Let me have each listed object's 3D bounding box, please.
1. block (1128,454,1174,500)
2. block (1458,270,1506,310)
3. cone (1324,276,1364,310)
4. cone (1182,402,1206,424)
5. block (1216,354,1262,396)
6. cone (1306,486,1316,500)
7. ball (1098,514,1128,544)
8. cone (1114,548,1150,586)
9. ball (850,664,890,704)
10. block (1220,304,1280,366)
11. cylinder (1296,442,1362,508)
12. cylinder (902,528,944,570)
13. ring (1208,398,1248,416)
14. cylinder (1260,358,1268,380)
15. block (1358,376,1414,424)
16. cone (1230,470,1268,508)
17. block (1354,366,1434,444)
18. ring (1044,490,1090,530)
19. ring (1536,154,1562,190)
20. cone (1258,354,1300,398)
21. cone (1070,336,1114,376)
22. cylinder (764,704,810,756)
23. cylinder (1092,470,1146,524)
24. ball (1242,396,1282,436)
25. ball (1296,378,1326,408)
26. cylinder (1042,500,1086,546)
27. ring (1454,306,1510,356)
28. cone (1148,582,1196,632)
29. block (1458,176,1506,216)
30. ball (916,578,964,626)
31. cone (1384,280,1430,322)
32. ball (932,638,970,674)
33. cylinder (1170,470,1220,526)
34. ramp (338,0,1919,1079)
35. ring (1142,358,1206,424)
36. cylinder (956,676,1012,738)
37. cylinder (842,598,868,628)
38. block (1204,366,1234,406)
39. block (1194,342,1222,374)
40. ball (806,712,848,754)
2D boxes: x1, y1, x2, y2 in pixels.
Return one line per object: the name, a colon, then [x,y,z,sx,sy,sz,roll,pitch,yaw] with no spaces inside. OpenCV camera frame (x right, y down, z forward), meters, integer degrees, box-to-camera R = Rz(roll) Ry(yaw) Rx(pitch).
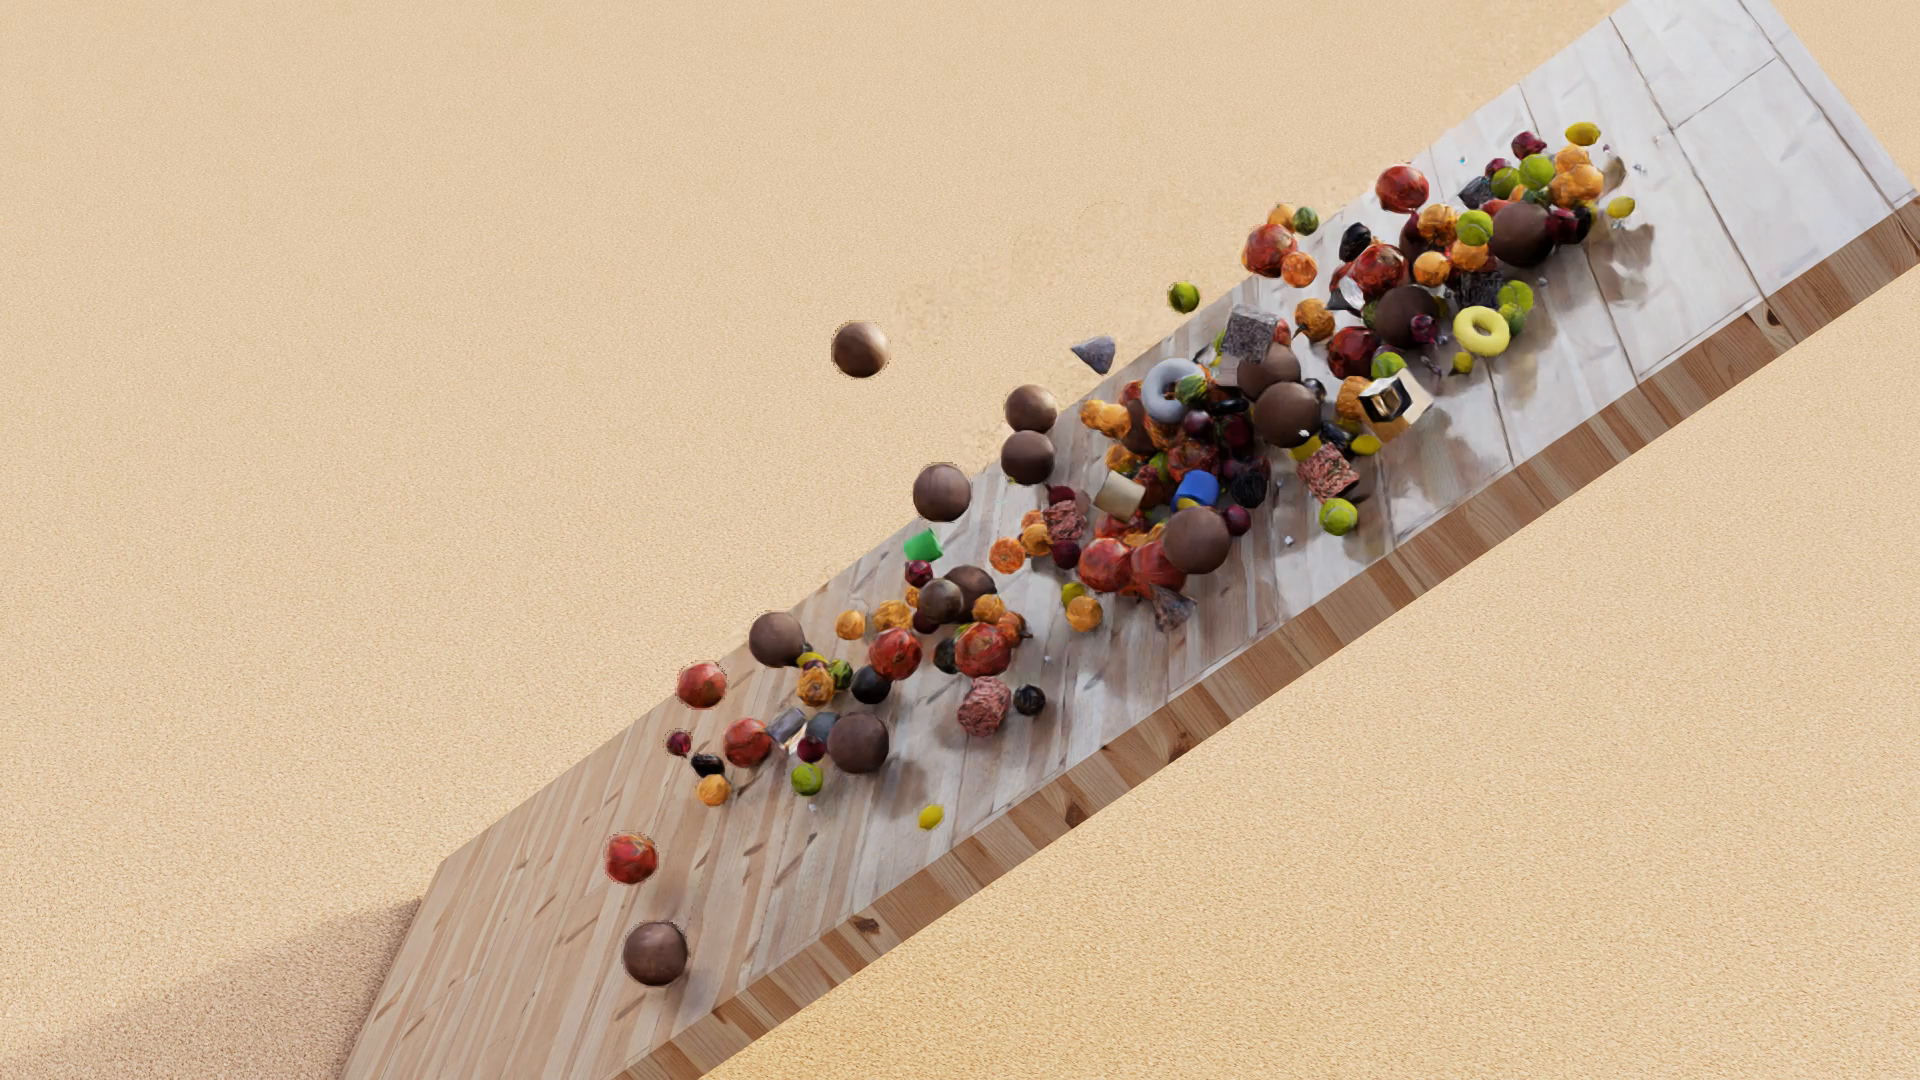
block: [0.403,-0.133,6.242,0.061,0.061,0.061,-26,21,42]
block: [1.009,-0.484,5.691,0.068,0.068,0.068,-6,1,-12]
cone: [0.724,-0.457,5.632,0.071,0.071,0.071,-30,2,38]
cone: [0.510,-0.287,6.464,0.070,0.070,0.070,6,-3,13]
block: [0.569,-0.336,5.997,0.067,0.067,0.067,7,-11,23]
cone: [0.690,-0.114,5.577,0.065,0.065,0.065,-13,24,-1]
ball: [0.319,-0.023,6.142,0.060,0.060,0.060,0,24,0]
cone: [0.333,0.042,5.911,0.072,0.072,0.072,-37,16,13]
ball: [-0.194,0.314,6.376,0.087,0.087,0.087,0,24,0]
block: [0.549,-0.390,5.583,0.082,0.082,0.082,19,18,9]
cylinder: [0.681,-0.120,5.439,0.086,0.086,0.086,-26,74,-45]
cylinder: [-0.081,0.020,6.371,0.066,0.066,0.066,-27,23,7]
ring: [0.546,-0.270,5.975,0.083,0.028,0.083,-8,0,0]
cylinder: [0.625,-0.381,6.363,0.074,0.074,0.074,7,40,15]
block: [0.769,-0.253,5.312,0.058,0.058,0.058,-40,18,-27]
cone: [0.586,-0.106,5.786,0.078,0.078,0.078,15,17,31]
block: [0.801,-0.249,5.434,0.085,0.085,0.085,-44,3,-37]
ring: [0.236,-0.063,6.484,0.122,0.041,0.122,-37,17,14]
ring: [1.213,-0.758,6.060,0.025,0.075,0.075,15,20,-15]
cone: [0.678,-0.344,6.145,0.093,0.093,0.093,-17,12,-33]
cone: [0.281,-0.418,6.526,0.092,0.092,0.092,9,19,-23]
cylinder: [-0.375,0.420,6.504,0.084,0.084,0.084,-44,36,-7]
cylinder: [0.318,-0.087,5.862,0.080,0.080,0.080,28,26,0]
ball: [0.619,-0.254,6.028,0.081,0.081,0.081,0,24,0]
ball: [0.711,-0.297,5.963,0.062,0.062,0.062,0,24,0]
cylinder: [0.216,-0.036,6.119,0.072,0.072,0.072,-20,11,4]
ring: [0.972,-0.389,5.479,0.110,0.037,0.110,7,54,-10]
cone: [0.384,0.111,5.565,0.092,0.092,0.092,-37,16,13]
block: [1.104,-0.728,6.225,0.058,0.058,0.058,-44,16,-12]
ball: [-0.041,0.126,6.006,0.096,0.096,0.096,0,24,0]
cone: [0.898,-0.508,6.015,0.090,0.090,0.090,37,14,-20]
ball: [-0.019,0.242,6.150,0.077,0.077,0.077,0,24,0]
cylinder: [0.474,-0.085,5.910,0.080,0.080,0.080,10,40,21]
ramp: [0.122,0.184,6.337,4.000,0.100,2.000,-36,16,18]
ring: [0.438,-0.306,6.022,0.144,0.144,0.048,16,-14,32]
cylinder: [0.048,0.327,5.768,0.085,0.085,0.085,8,39,18]
cylinder: [-0.247,0.173,6.946,0.053,0.053,0.053,5,32,12]
block: [0.564,-0.335,6.409,0.063,0.063,0.063,-46,17,-20]
block: [0.564,-0.404,6.619,0.052,0.052,0.052,-35,16,19]
ball: [-0.286,0.413,6.313,0.091,0.091,0.091,0,24,0]
